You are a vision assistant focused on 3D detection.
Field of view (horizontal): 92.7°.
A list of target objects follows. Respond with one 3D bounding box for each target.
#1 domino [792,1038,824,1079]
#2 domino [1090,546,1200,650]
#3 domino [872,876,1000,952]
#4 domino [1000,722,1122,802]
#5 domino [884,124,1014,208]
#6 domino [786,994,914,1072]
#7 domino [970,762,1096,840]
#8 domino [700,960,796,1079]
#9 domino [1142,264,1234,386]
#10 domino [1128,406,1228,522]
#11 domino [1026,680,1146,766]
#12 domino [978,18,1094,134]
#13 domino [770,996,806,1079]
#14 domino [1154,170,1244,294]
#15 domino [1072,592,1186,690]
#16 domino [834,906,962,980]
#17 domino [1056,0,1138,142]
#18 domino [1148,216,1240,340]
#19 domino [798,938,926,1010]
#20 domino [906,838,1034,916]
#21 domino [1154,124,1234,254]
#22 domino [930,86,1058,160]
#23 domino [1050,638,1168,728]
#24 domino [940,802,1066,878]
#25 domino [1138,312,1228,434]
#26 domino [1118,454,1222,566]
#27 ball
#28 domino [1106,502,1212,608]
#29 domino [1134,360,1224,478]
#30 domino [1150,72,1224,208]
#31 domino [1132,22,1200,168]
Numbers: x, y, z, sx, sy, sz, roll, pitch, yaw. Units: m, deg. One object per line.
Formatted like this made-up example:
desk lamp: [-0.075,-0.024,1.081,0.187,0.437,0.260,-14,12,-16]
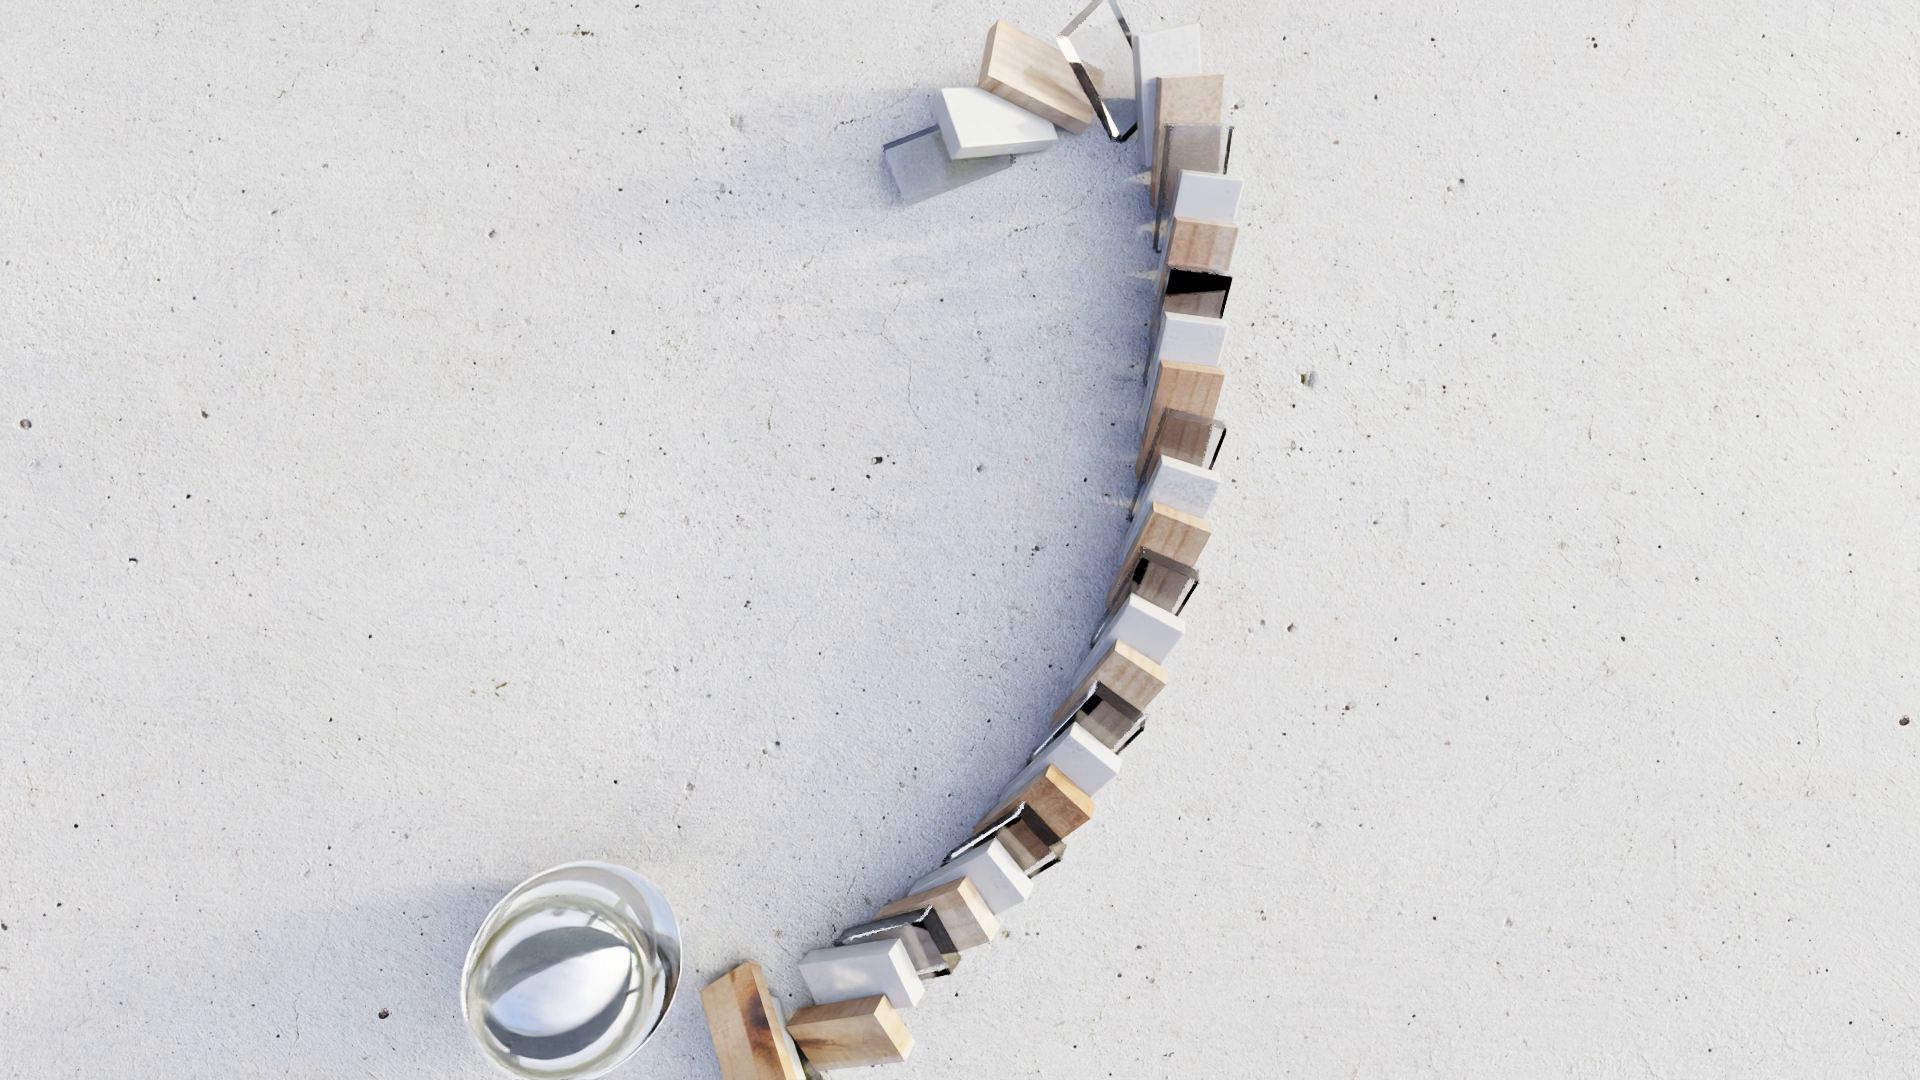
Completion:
domino: [-0.071,0.240,0.395,0.025,0.010,0.050,-31,90,0]
domino: [0.077,0.030,0.383,0.025,0.009,0.050,24,120,0]
domino: [-0.011,0.160,0.383,0.050,0.010,0.025,-32,91,30]
domino: [0.042,0.101,0.383,0.025,0.010,0.050,39,120,0]
domino: [-0.005,-0.166,0.395,0.050,0.009,0.025,-21,90,0]
domino: [-0.046,0.206,0.382,0.050,0.010,0.025,-25,101,29]
domino: [0.030,0.117,0.383,0.025,0.009,0.050,43,120,0]
domino: [-0.089,0.207,0.382,0.025,0.009,0.050,-31,56,0]
domino: [0.094,-0.088,0.383,0.025,0.009,0.050,7,120,0]
domino: [0.090,-0.028,0.383,0.025,0.009,0.050,14,120,0]
domino: [0.052,0.084,0.383,0.025,0.009,0.050,36,120,0]
domino: [0.033,-0.193,0.384,0.050,0.010,0.025,14,82,-25]
domino: [-0.080,0.221,0.382,0.025,0.010,0.050,-32,56,0]
domino: [0.099,-0.126,0.383,0.025,0.009,0.050,7,121,0]
domino: [0.070,0.048,0.383,0.025,0.010,0.050,28,120,0]
domino: [-0.027,0.172,0.383,0.050,0.009,0.025,-27,93,29]
domino: [0.063,-0.195,0.381,0.025,0.009,0.050,-45,127,-1]
domino: [0.097,-0.107,0.383,0.025,0.009,0.050,7,121,0]
domino: [-0.042,0.183,0.383,0.050,0.010,0.025,-22,95,29]
domino: [0.004,0.147,0.383,0.050,0.010,0.025,-39,90,30]
domino: [0.097,-0.146,0.383,0.025,0.010,0.050,0,121,0]
domino: [0.015,-0.175,0.383,0.050,0.010,0.025,-19,89,-29]
domino: [0.062,0.067,0.383,0.025,0.010,0.050,33,120,0]
domino: [0.018,0.132,0.383,0.025,0.010,0.050,47,120,0]
domino: [0.093,-0.068,0.384,0.025,0.010,0.050,8,119,0]
domino: [0.087,-0.008,0.383,0.025,0.010,0.050,18,120,0]
ball: [-0.151,0.168,0.360,0.080,0.080,0.080,0,90,0]
domino: [0.082,0.011,0.383,0.025,0.010,0.050,21,120,0]
domino: [0.091,-0.048,0.384,0.025,0.010,0.050,8,119,0]
domino: [0.094,-0.166,0.383,0.025,0.009,0.050,-4,121,-1]
domino: [0.087,-0.185,0.383,0.025,0.009,0.050,-13,122,-1]
